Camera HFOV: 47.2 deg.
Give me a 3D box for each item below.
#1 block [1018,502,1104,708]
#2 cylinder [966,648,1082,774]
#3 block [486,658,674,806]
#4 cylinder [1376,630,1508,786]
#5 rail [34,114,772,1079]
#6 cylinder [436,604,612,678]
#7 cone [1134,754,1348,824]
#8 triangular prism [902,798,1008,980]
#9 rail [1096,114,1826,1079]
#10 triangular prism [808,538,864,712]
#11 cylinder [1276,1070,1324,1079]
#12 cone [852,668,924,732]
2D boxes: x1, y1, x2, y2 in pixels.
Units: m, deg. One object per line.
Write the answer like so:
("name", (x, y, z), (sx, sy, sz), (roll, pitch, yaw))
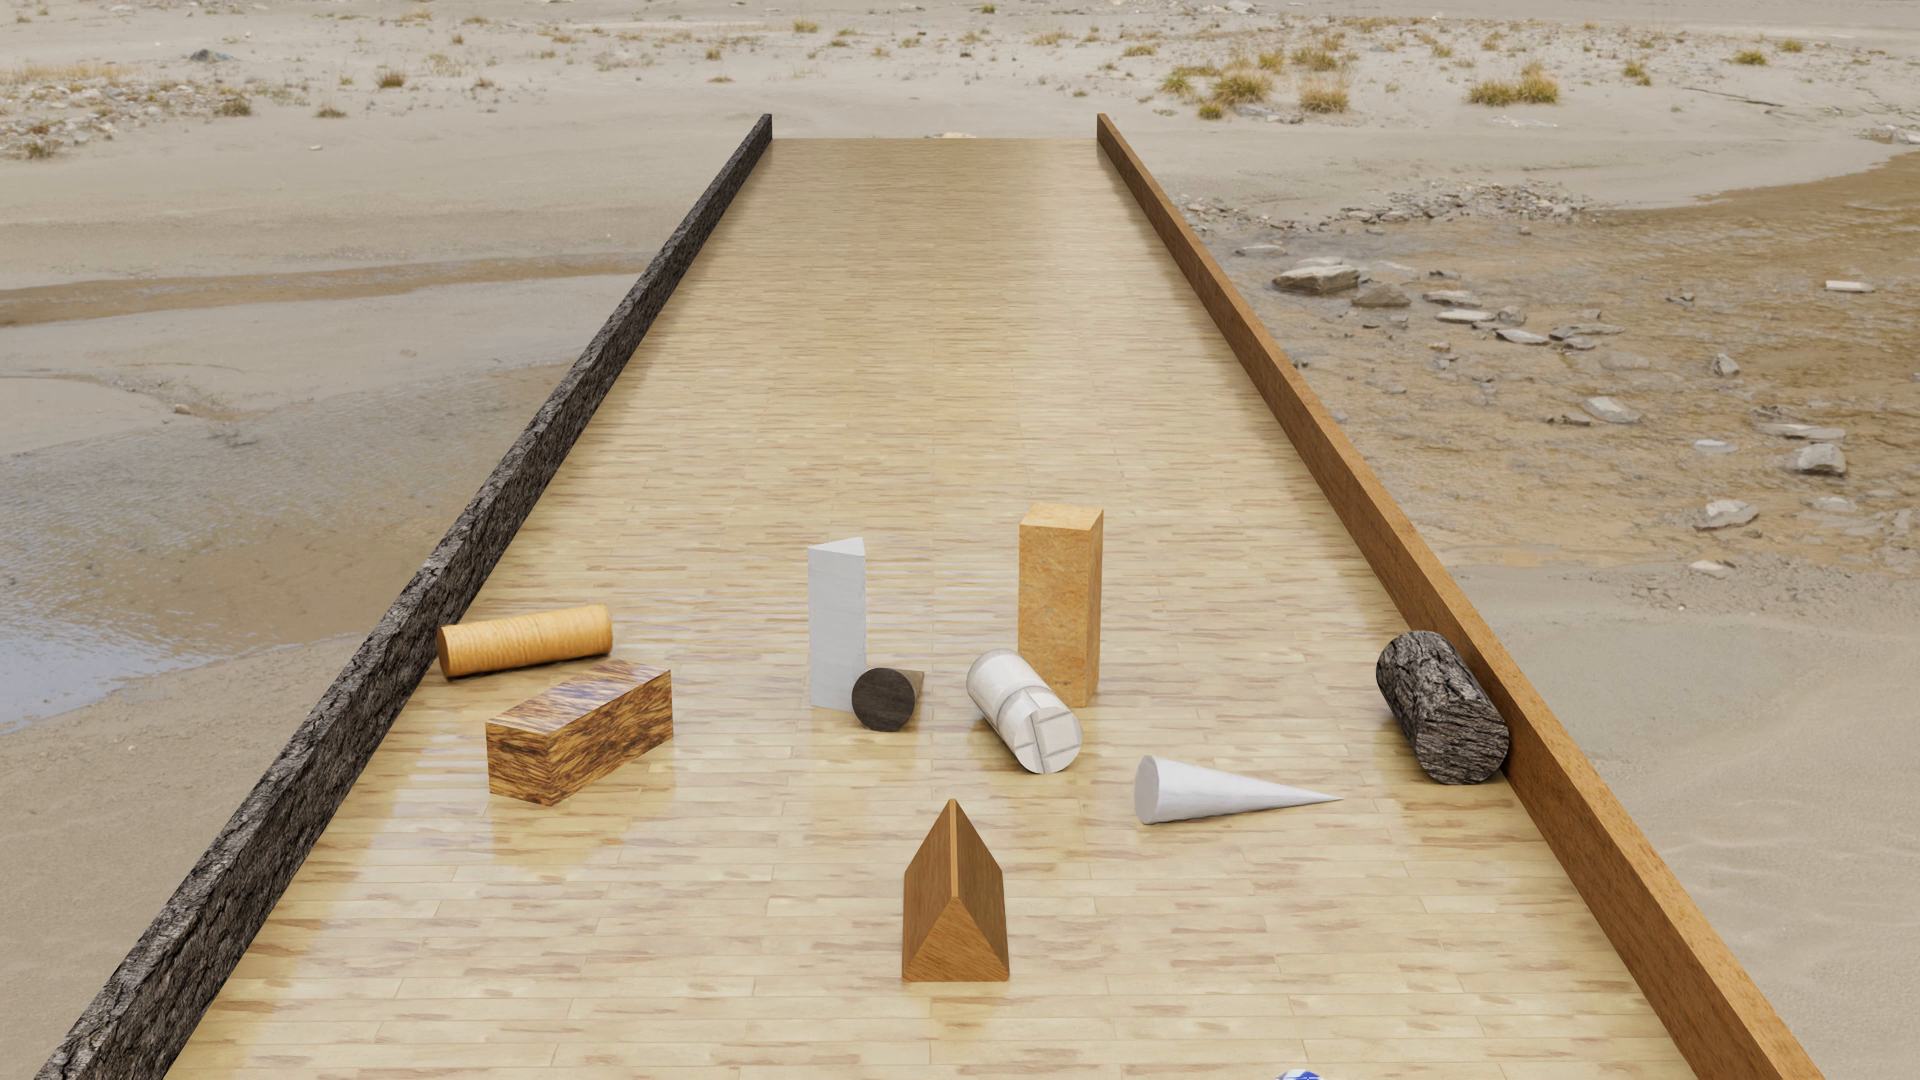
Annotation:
("block", (0.190, 0.123, 4.175), (0.132, 0.356, 0.132), (5, 20, 14))
("cylinder", (0.113, 0.306, 3.978), (0.125, 0.125, 0.314), (-4, 17, -15))
("block", (-0.665, 0.334, 3.875), (0.131, 0.131, 0.361), (8, 19, 26))
("cylinder", (0.861, 0.296, 3.951), (0.160, 0.160, 0.362), (0, 17, -1))
("rail", (-1.118, -0.838, 7.780), (0.050, 0.150, 12.000), (0, 17, -1))
("cylinder", (-0.865, 0.200, 4.375), (0.329, 0.102, 0.102), (-8, 18, -25))
("cone", (0.485, 0.426, 3.693), (0.367, 0.114, 0.114), (5, 15, -16))
("triangular prism", (-0.009, 0.512, 3.265), (0.150, 0.130, 0.345), (-1, 17, -1))
("rail", (0.932, -0.844, 7.801), (0.050, 0.150, 12.000), (0, 17, -1))
("triangular prism", (-0.209, 0.157, 4.149), (0.118, 0.312, 0.102), (8, 19, 24))
("cylinder", (0.303, 0.740, 2.538), (0.114, 0.114, 0.380), (14, 21, 38))
("cone", (-0.105, 0.277, 4.193), (0.120, 0.120, 0.328), (4, 7, 12))
